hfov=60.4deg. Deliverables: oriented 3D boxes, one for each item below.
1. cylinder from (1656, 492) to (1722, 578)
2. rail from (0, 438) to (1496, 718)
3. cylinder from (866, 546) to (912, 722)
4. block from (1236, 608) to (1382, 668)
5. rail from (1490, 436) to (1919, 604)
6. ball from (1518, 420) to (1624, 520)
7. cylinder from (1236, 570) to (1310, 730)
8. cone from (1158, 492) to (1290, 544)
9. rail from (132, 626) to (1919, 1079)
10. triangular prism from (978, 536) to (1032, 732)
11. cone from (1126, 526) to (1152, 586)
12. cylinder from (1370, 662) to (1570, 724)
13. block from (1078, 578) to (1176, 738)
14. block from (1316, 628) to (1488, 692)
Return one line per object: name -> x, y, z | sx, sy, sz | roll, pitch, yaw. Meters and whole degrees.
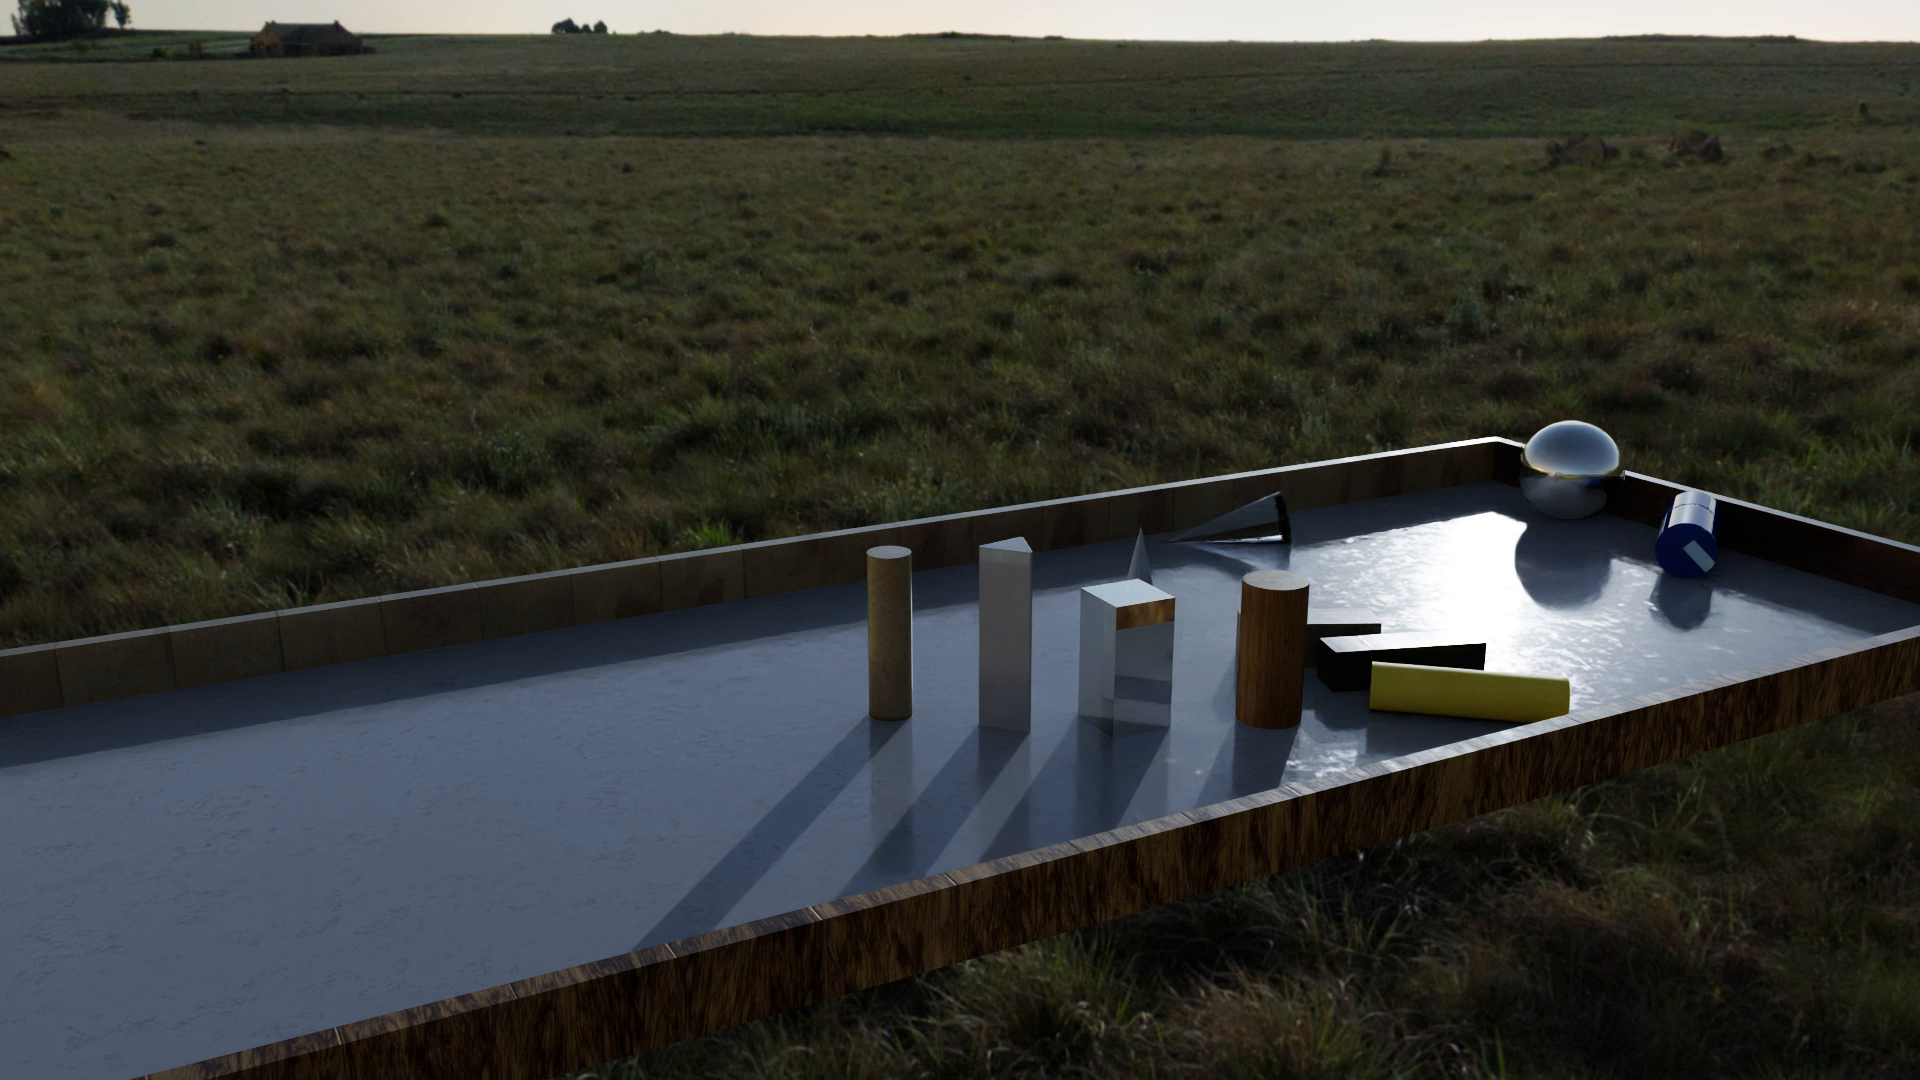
cylinder -> 2.264, -0.020, 5.118 | 0.172, 0.172, 0.414 | 8, 18, 25
rail -> -3.305, 0.497, 3.399 | 12.000, 0.150, 0.050 | -9, 18, -27
cylinder -> -0.165, 0.221, 3.888 | 0.104, 0.403, 0.104 | 0, 16, 0
block -> 0.902, 0.254, 4.280 | 0.347, 0.118, 0.118 | 0, 16, -2
rail -> 2.466, -0.048, 5.253 | 0.050, 0.150, 2.100 | -9, 18, -27
ball -> 2.060, -0.236, 5.567 | 0.334, 0.334, 0.334 | 0, 16, 0
cylinder -> 0.733, 0.256, 3.876 | 0.154, 0.342, 0.154 | 0, 16, 0
cone -> 0.839, -0.031, 5.311 | 0.416, 0.171, 0.171 | -11, 16, 2
rail -> -2.336, 1.006, 1.665 | 12.000, 0.150, 0.050 | -9, 18, -27
triangular prism -> 0.123, 0.216, 3.843 | 0.127, 0.437, 0.110 | 6, 18, 21
cone -> 0.470, 0.125, 4.333 | 0.152, 0.337, 0.152 | 0, 16, 0
cylinder -> 1.204, 0.364, 3.912 | 0.445, 0.114, 0.114 | 4, 17, 13
block -> 0.387, 0.275, 3.855 | 0.158, 0.319, 0.158 | -8, 18, -25
block -> 1.109, 0.301, 4.144 | 0.399, 0.105, 0.105 | -3, 17, -10
